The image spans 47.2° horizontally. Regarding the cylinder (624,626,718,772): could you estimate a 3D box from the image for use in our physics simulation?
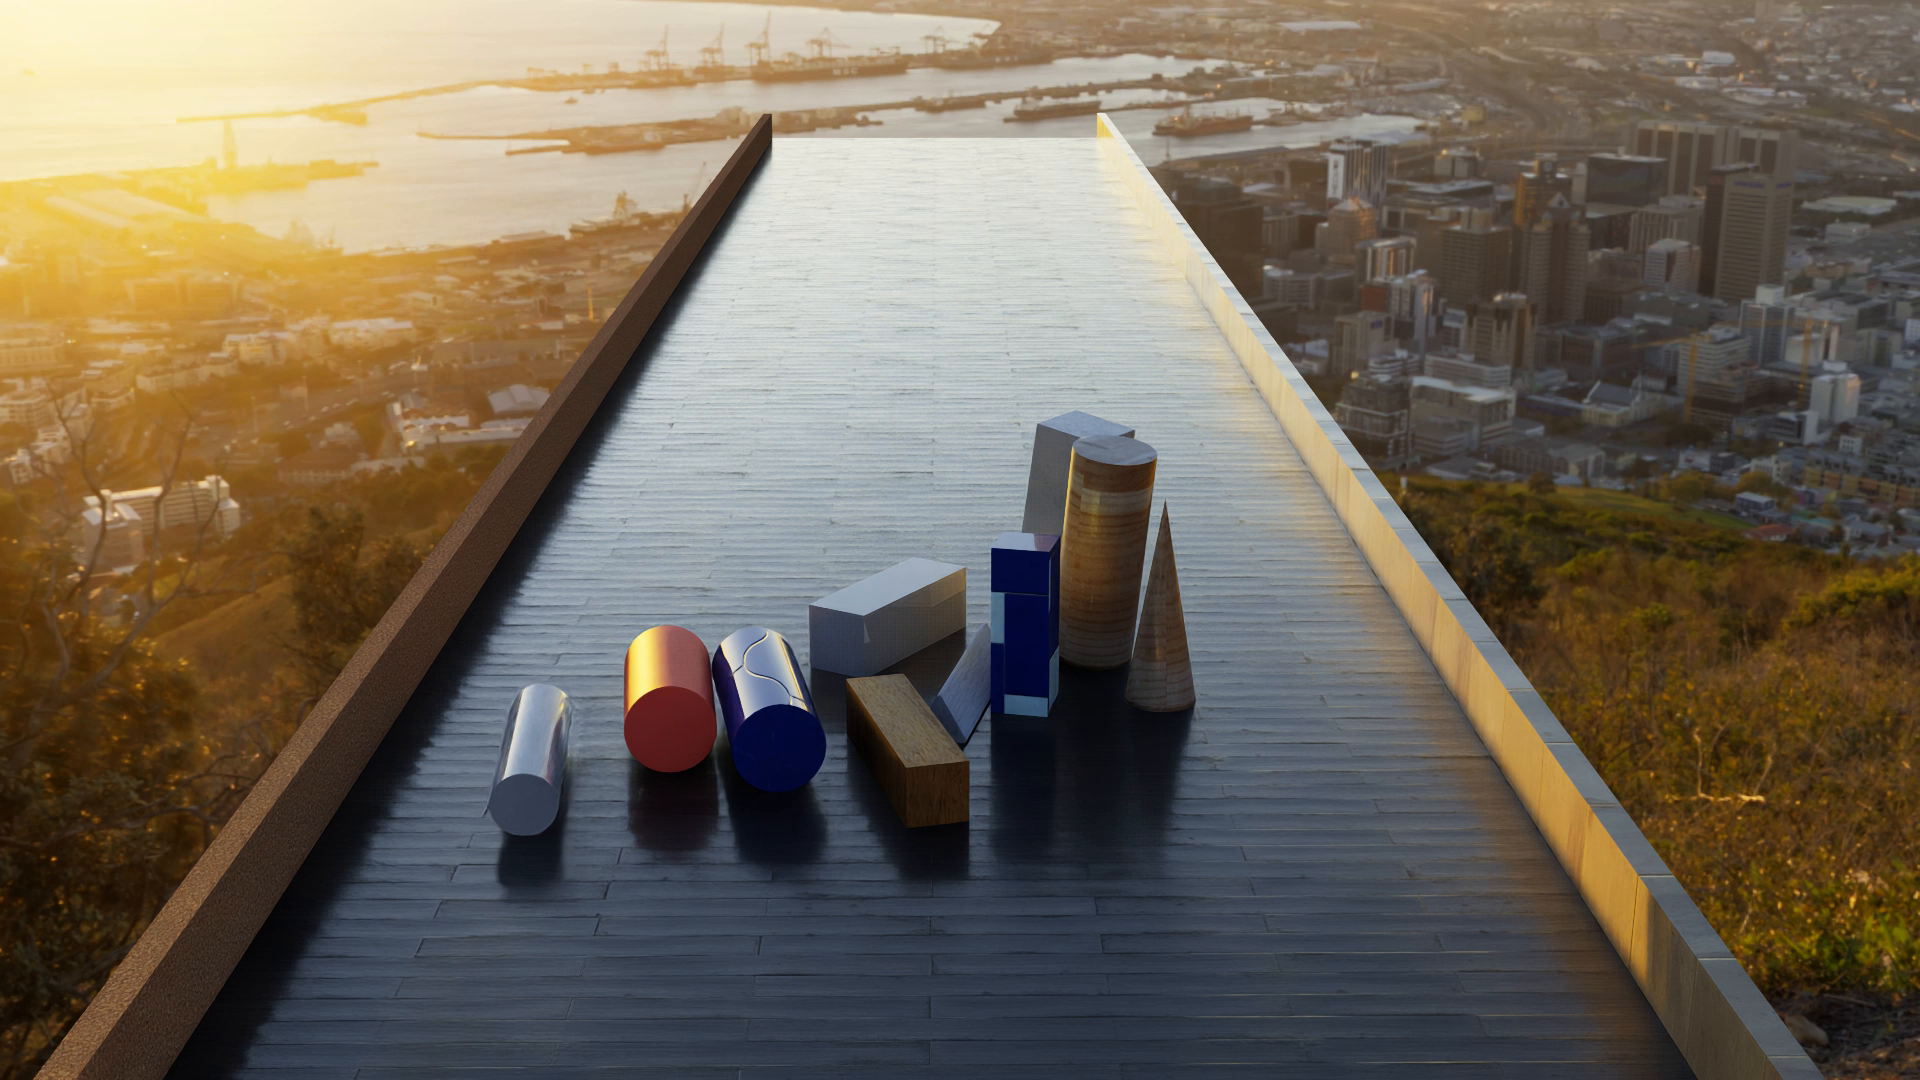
[{"bbox_3d":[-0.527,0.284,3.986,0.161,0.161,0.329,-2,17,-8],"label":"cylinder"}]

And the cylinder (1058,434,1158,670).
[{"bbox_3d":[0.282,0.025,4.346,0.166,0.435,0.166,4,23,-2],"label":"cylinder"}]

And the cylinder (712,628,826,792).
[{"bbox_3d":[-0.347,0.298,3.943,0.161,0.161,0.412,-3,17,-11],"label":"cylinder"}]

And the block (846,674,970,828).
[{"bbox_3d":[-0.096,0.360,3.827,0.108,0.108,0.436,-5,17,-15],"label":"block"}]

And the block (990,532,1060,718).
[{"bbox_3d":[0.123,0.158,4.130,0.109,0.323,0.109,4,17,13],"label":"block"}]

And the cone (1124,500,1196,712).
[{"bbox_3d":[0.382,0.113,4.147,0.138,0.399,0.138,0,17,0],"label":"cone"}]

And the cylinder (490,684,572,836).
[{"bbox_3d":[-0.734,0.372,3.781,0.111,0.111,0.419,-2,17,-6],"label":"cylinder"}]

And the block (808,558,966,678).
[{"bbox_3d":[-0.143,0.154,4.477,0.131,0.131,0.378,10,19,30],"label":"block"}]

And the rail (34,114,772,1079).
[{"bbox_3d":[-1.118,-0.838,7.780,0.050,0.150,12.000,0,17,-1],"label":"rail"}]

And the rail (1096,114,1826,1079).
[{"bbox_3d":[0.932,-0.844,7.801,0.050,0.150,12.000,0,17,-1],"label":"rail"}]

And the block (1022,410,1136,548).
[{"bbox_3d":[0.229,-0.027,4.516,0.146,0.439,0.146,21,25,30],"label":"block"}]

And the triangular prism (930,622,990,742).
[{"bbox_3d":[0.006,0.263,4.181,0.100,0.087,0.419,3,17,11],"label":"triangular prism"}]
